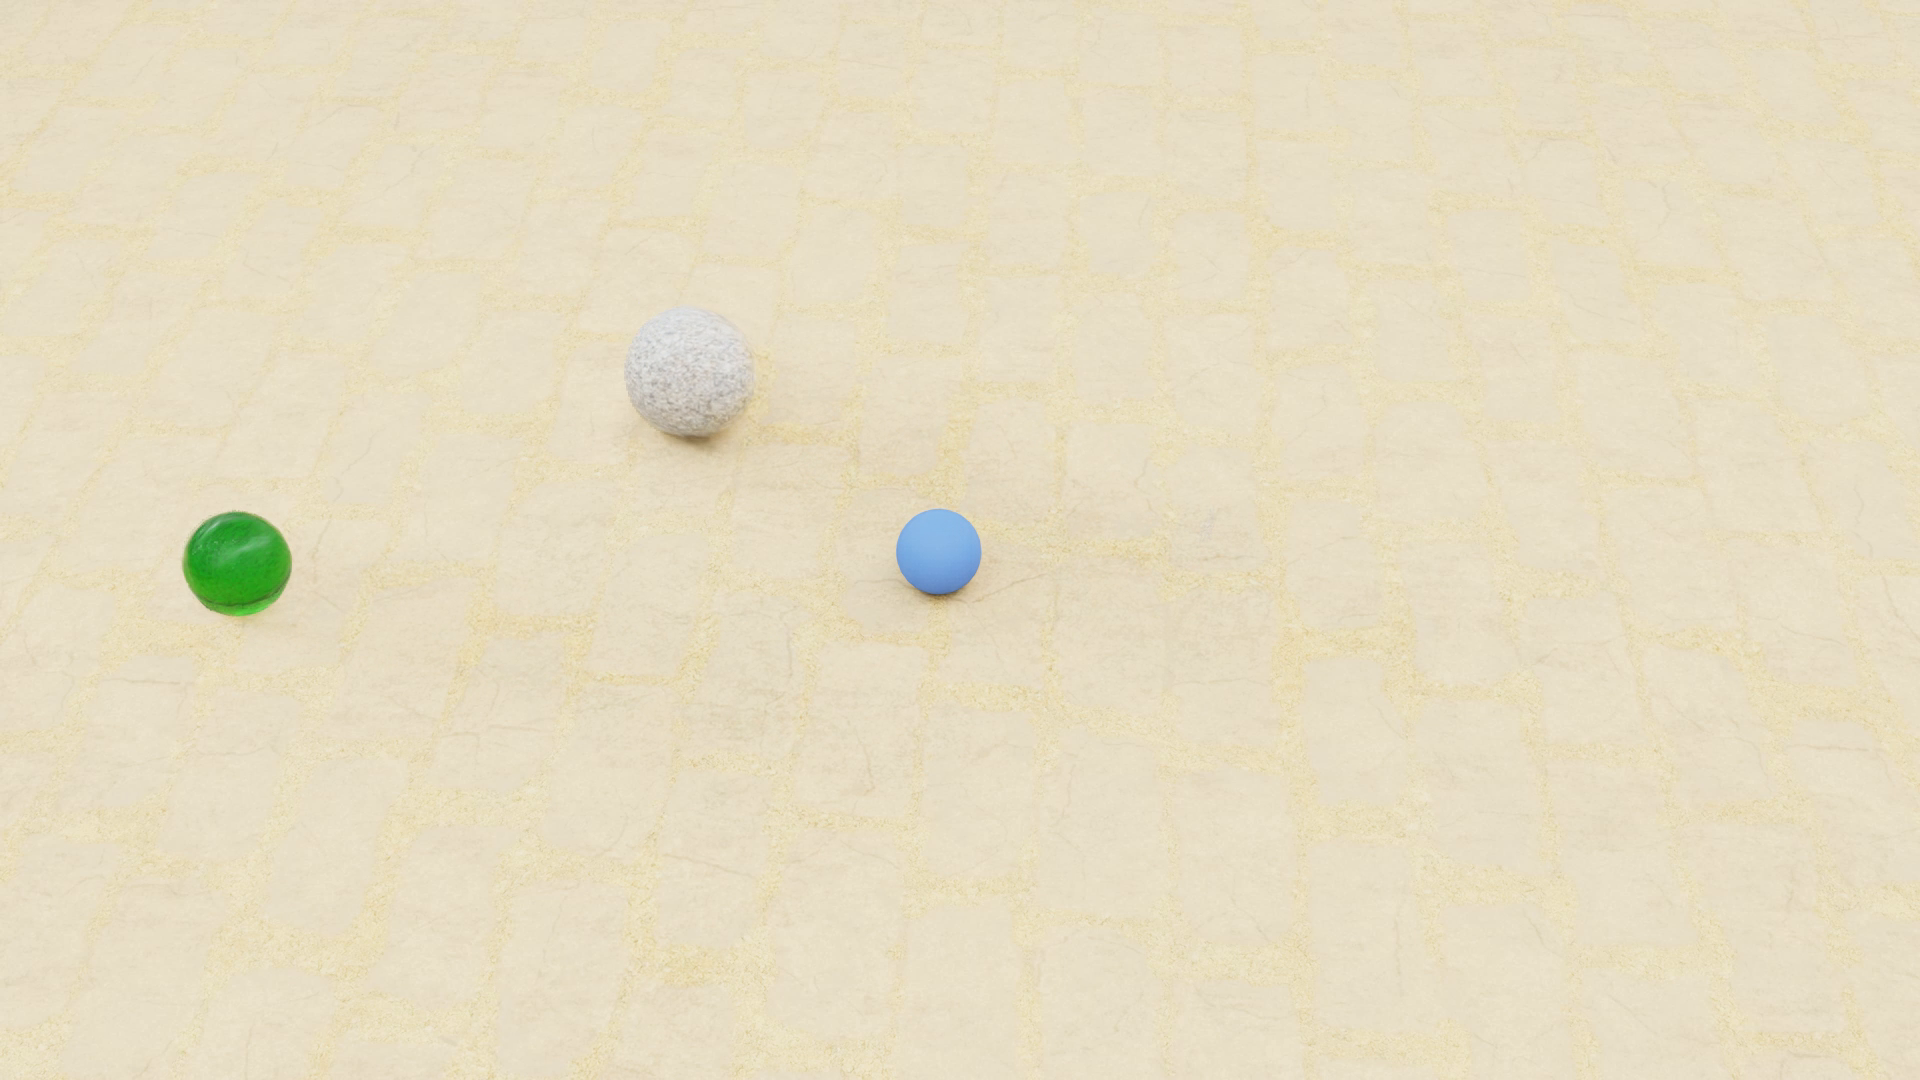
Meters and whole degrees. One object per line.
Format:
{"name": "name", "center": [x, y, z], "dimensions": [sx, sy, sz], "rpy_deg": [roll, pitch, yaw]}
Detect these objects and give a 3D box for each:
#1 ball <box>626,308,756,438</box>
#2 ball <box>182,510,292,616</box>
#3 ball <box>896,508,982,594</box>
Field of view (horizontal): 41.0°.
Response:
{"name": "ball", "center": [-0.182, -0.114, 1.741], "dimensions": [0.088, 0.088, 0.088], "rpy_deg": [0, 36, 0]}
{"name": "ball", "center": [-0.447, 0.015, 1.585], "dimensions": [0.065, 0.065, 0.065], "rpy_deg": [0, 36, 0]}
{"name": "ball", "center": [-0.013, 0.007, 1.605], "dimensions": [0.054, 0.054, 0.054], "rpy_deg": [0, 36, 0]}
